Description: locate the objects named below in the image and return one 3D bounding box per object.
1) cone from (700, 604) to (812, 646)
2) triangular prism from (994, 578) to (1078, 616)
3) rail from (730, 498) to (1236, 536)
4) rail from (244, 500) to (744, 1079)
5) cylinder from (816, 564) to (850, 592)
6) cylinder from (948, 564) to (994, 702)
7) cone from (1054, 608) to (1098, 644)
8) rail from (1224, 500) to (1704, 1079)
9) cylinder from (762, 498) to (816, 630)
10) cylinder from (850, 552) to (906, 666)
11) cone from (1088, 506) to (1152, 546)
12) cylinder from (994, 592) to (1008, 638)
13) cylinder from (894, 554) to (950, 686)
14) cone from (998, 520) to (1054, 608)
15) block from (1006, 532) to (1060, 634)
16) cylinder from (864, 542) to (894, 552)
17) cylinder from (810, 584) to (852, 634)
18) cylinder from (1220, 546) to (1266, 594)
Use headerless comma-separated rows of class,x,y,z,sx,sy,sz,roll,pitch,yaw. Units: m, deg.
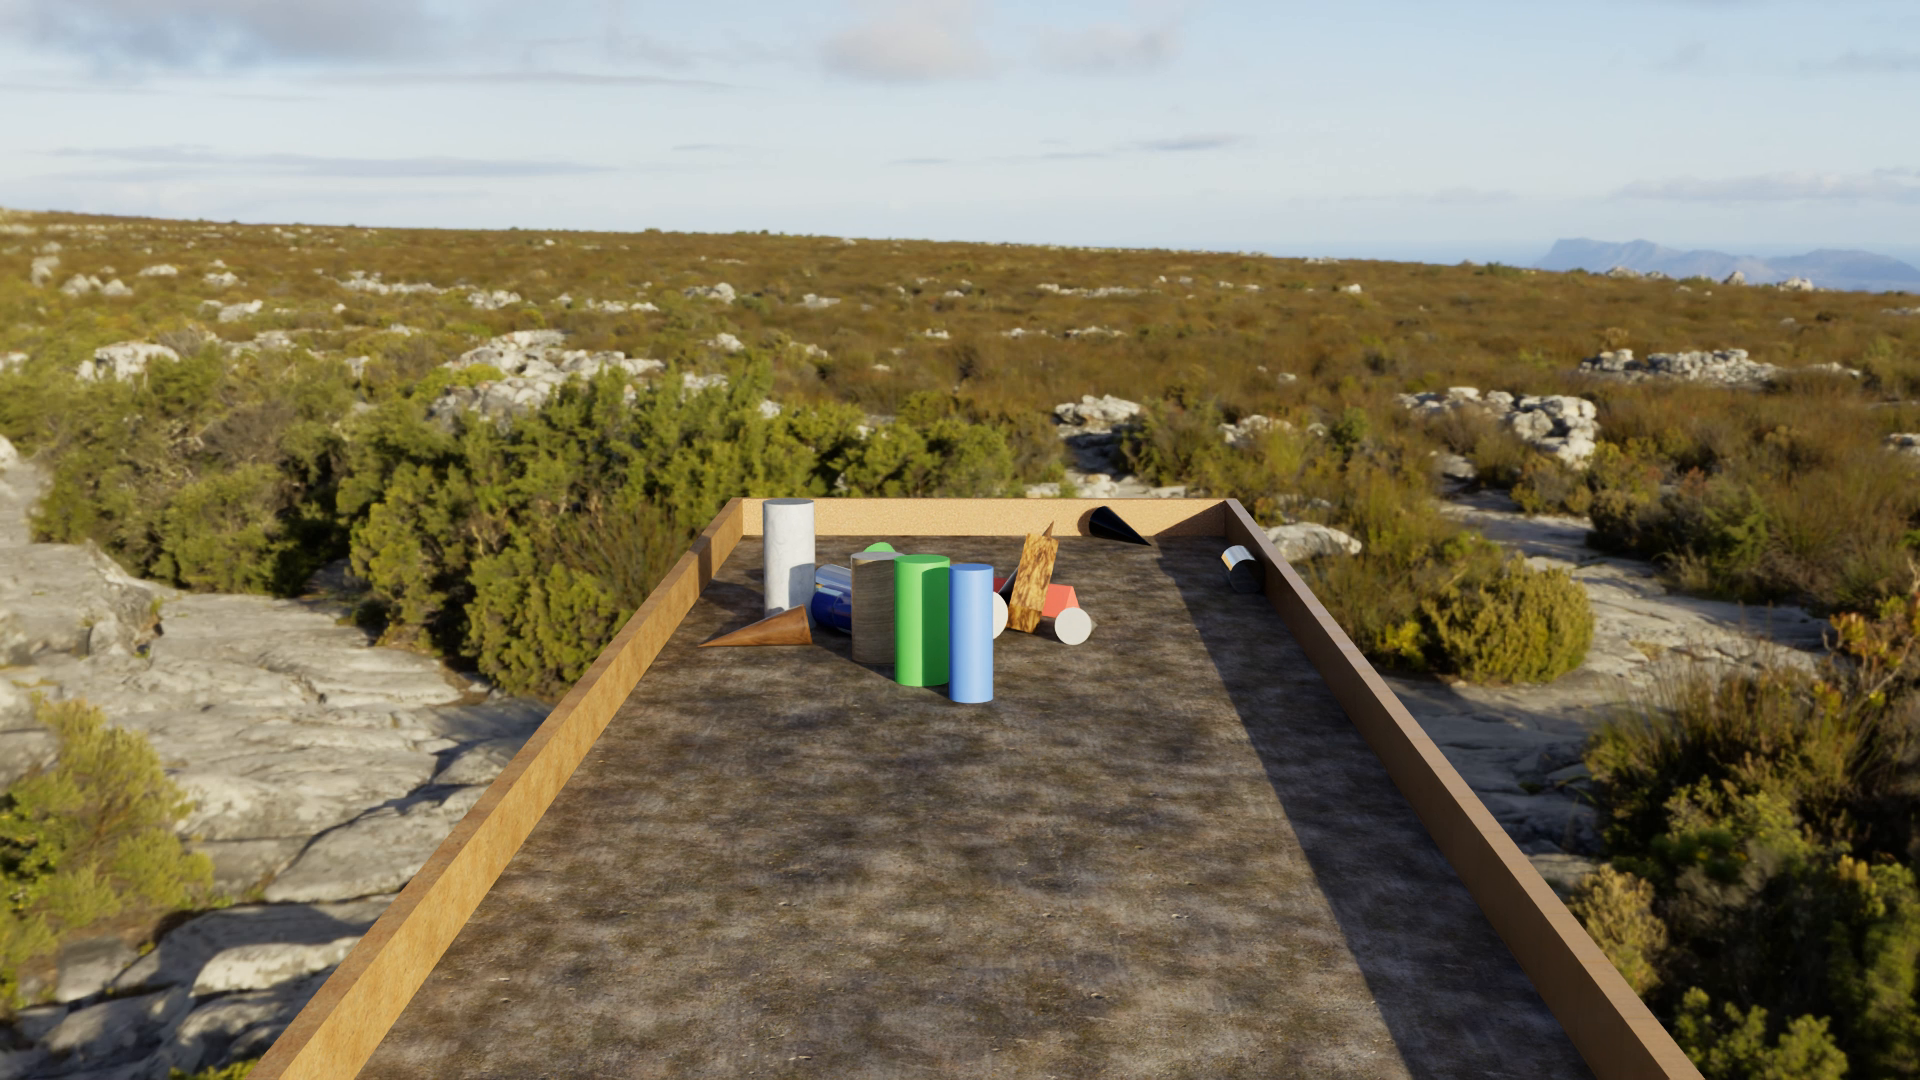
cone,-0.652,0.299,6.907,0.360,0.135,0.135,-12,10,-4
triangular prism,0.219,0.188,7.496,0.377,0.098,0.113,6,11,33
rail,0.099,-0.098,9.147,2.100,0.150,0.050,0,9,1
rail,-1.004,0.839,3.234,0.050,0.150,12.000,0,9,1
cylinder,-0.356,0.179,7.420,0.145,0.145,0.370,-5,10,-31
cylinder,0.031,0.260,6.171,0.124,0.374,0.124,0,9,0
cone,0.405,0.276,7.084,0.118,0.118,0.330,3,-1,17
rail,1.046,0.843,3.208,0.050,0.150,12.000,0,9,1
cylinder,-0.558,0.079,7.185,0.169,0.413,0.169,0,9,0
cylinder,-0.248,0.206,6.686,0.166,0.321,0.166,0,9,0
cone,0.678,-0.026,8.961,0.136,0.136,0.310,-7,24,-39
cylinder,0.005,0.214,7.129,0.167,0.167,0.373,-4,10,-22
cylinder,-0.110,0.232,6.397,0.162,0.359,0.162,0,9,0
cone,0.251,0.074,7.374,0.146,0.146,0.394,5,51,28
block,0.235,0.140,7.176,0.108,0.108,0.338,14,44,2
cylinder,-0.201,0.159,7.125,0.130,0.130,0.328,-6,40,-32
cylinder,-0.304,0.241,7.029,0.144,0.144,0.421,-6,11,-36
cylinder,1.020,0.106,7.935,0.127,0.127,0.302,0,9,1
